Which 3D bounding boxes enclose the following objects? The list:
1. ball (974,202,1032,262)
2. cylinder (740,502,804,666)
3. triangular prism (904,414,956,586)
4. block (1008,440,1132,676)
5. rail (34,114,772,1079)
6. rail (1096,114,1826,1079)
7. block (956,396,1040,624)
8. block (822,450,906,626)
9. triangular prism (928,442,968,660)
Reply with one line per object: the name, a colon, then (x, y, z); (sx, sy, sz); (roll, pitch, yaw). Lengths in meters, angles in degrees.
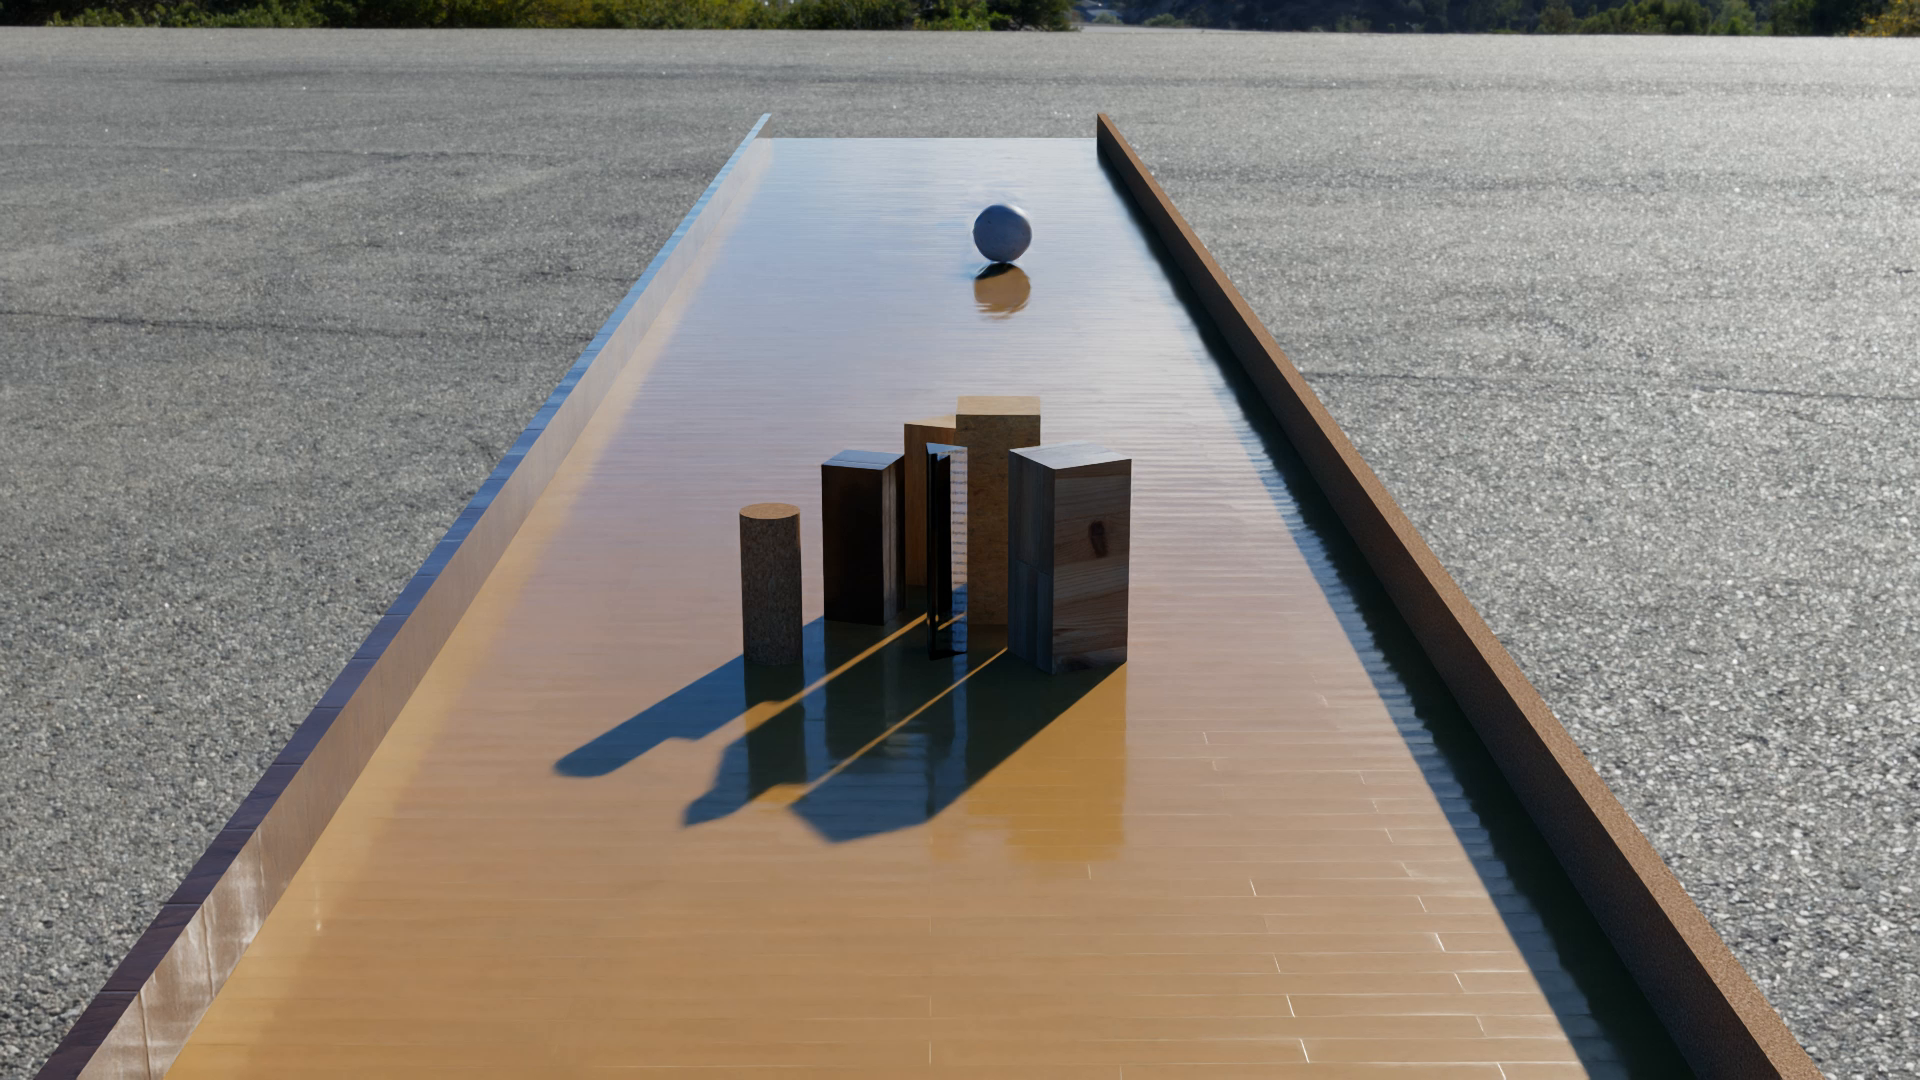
ball: (0.176, -1.264, 9.048); (0.244, 0.244, 0.244); (0, 17, 0)
cylinder: (-0.377, 0.087, 4.401); (0.120, 0.303, 0.120); (0, 17, 0)
triangular prism: (-0.038, -0.088, 4.878); (0.135, 0.367, 0.117); (6, 18, 20)
block: (0.216, 0.032, 4.384); (0.176, 0.419, 0.176); (-9, 19, -28)
rail: (-1.118, -0.838, 7.780); (0.050, 0.150, 12.000); (0, 17, -1)
rail: (0.932, -0.844, 7.801); (0.050, 0.150, 12.000); (0, 17, -1)
block: (0.081, -0.065, 4.649); (0.174, 0.453, 0.174); (0, 17, 2)
block: (-0.202, -0.006, 4.651); (0.135, 0.340, 0.135); (5, 17, 18)
triangular prism: (-0.044, 0.021, 4.406); (0.089, 0.428, 0.077); (-11, 20, -32)
